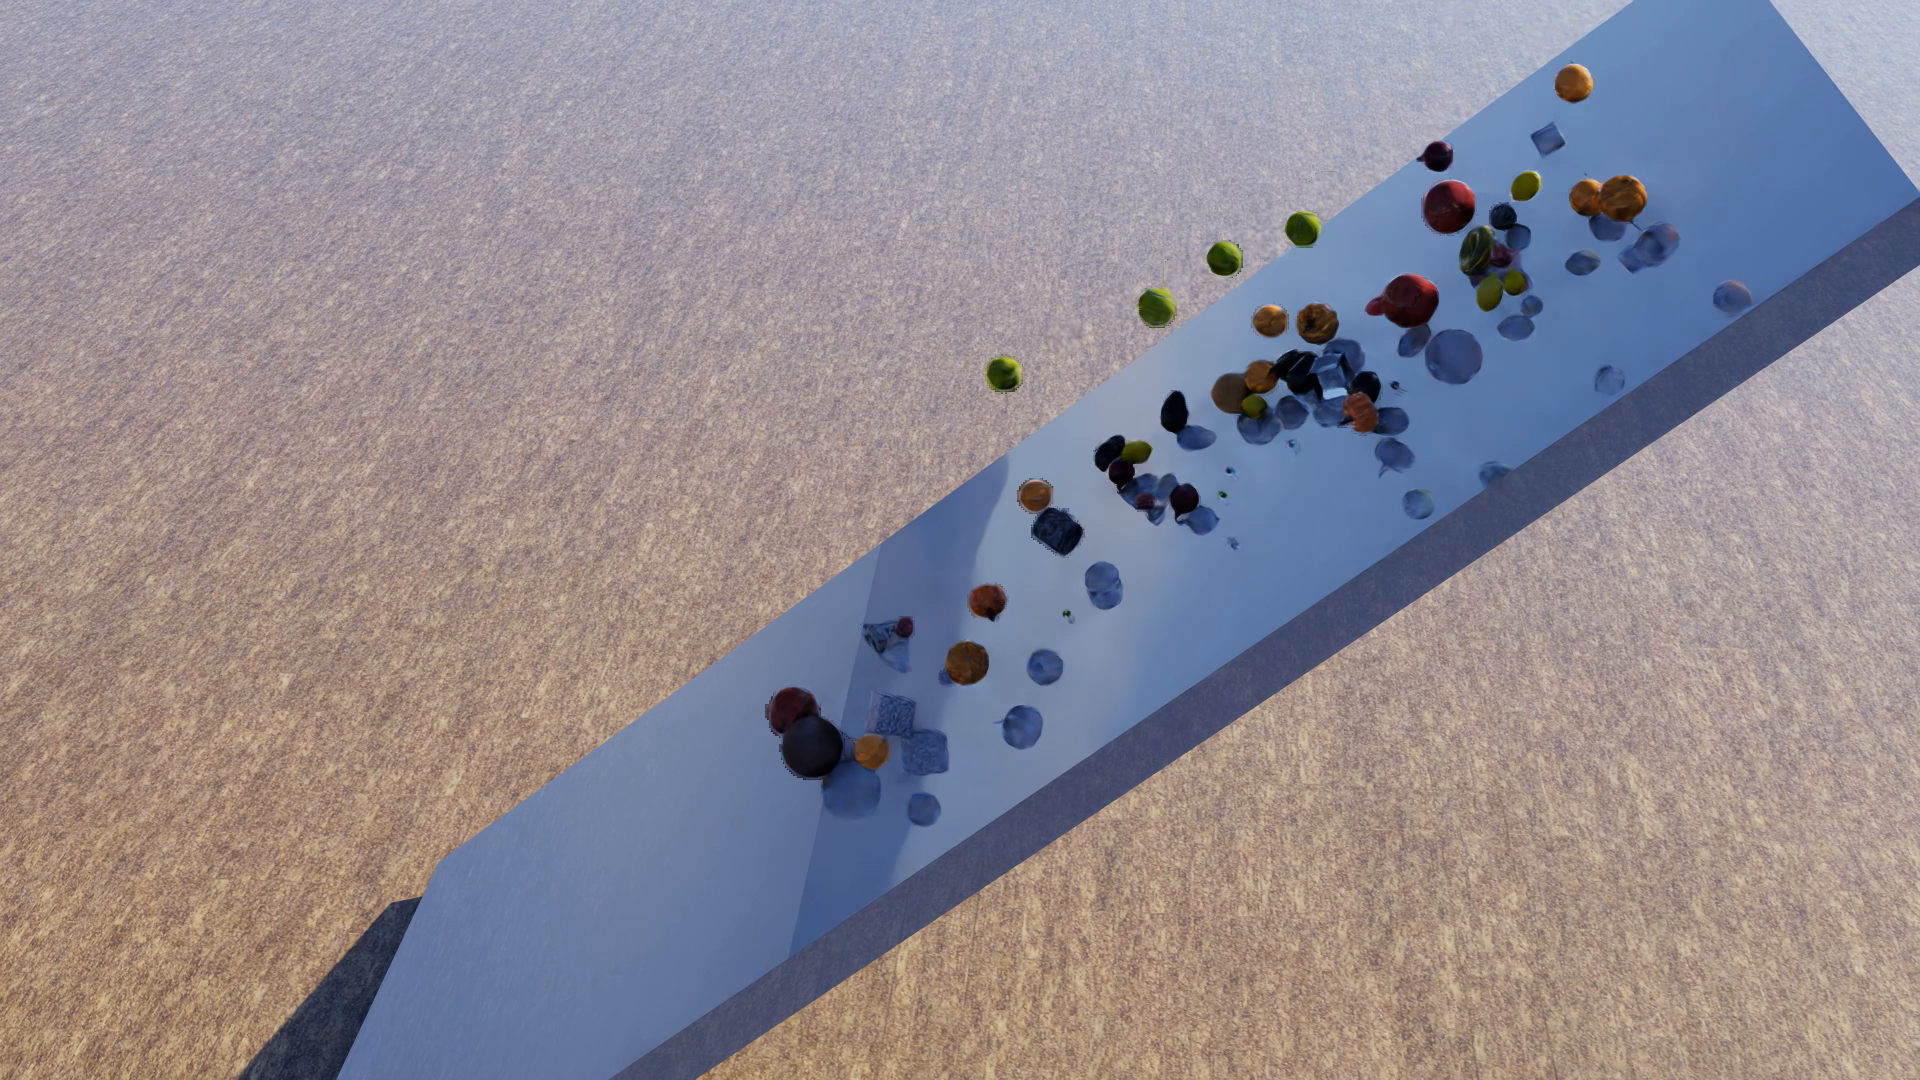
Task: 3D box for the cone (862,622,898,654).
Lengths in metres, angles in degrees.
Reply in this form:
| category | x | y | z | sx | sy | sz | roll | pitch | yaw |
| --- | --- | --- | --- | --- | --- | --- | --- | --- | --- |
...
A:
| category | x | y | z | sx | sy | sz | roll | pitch | yaw |
| --- | --- | --- | --- | --- | --- | --- | --- | --- | --- |
| cone | -0.167 | 0.204 | 6.664 | 0.077 | 0.077 | 0.077 | -33 | 38 | -29 |

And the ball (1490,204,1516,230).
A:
| category | x | y | z | sx | sy | sz | roll | pitch | yaw |
| --- | --- | --- | --- | --- | --- | --- | --- | --- | --- |
| ball | 1.115 | -0.662 | 6.038 | 0.054 | 0.054 | 0.054 | 0 | 23 | 0 |

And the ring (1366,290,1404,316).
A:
| category | x | y | z | sx | sy | sz | roll | pitch | yaw |
| --- | --- | --- | --- | --- | --- | --- | --- | --- | --- |
| ring | 0.872 | -0.486 | 6.038 | 0.083 | 0.028 | 0.083 | -26 | 12 | 6 |

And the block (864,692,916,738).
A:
| category | x | y | z | sx | sy | sz | roll | pitch | yaw |
| --- | --- | --- | --- | --- | --- | --- | --- | --- | --- |
| block | -0.143 | 0.361 | 6.080 | 0.077 | 0.077 | 0.077 | 11 | 0 | -17 |

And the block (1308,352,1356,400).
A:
| category | x | y | z | sx | sy | sz | roll | pitch | yaw |
| --- | --- | --- | --- | --- | --- | --- | --- | --- | --- |
| block | 0.751 | -0.331 | 5.941 | 0.064 | 0.064 | 0.064 | -13 | 28 | 30 |

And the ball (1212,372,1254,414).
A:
| category | x | y | z | sx | sy | sz | roll | pitch | yaw |
| --- | --- | --- | --- | --- | --- | --- | --- | --- | --- |
| ball | 0.581 | -0.314 | 6.266 | 0.091 | 0.091 | 0.091 | 0 | 23 | 0 |

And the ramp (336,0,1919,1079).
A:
| category | x | y | z | sx | sy | sz | roll | pitch | yaw |
| --- | --- | --- | --- | --- | --- | --- | --- | --- | --- |
| ramp | 0.123 | 0.184 | 6.336 | 4.000 | 0.100 | 2.000 | -36 | 16 | 18 |

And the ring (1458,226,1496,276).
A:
| category | x | y | z | sx | sy | sz | roll | pitch | yaw |
| --- | --- | --- | --- | --- | --- | --- | --- | --- | --- |
| ring | 1.047 | -0.587 | 5.964 | 0.036 | 0.109 | 0.109 | 20 | 19 | -16 |
